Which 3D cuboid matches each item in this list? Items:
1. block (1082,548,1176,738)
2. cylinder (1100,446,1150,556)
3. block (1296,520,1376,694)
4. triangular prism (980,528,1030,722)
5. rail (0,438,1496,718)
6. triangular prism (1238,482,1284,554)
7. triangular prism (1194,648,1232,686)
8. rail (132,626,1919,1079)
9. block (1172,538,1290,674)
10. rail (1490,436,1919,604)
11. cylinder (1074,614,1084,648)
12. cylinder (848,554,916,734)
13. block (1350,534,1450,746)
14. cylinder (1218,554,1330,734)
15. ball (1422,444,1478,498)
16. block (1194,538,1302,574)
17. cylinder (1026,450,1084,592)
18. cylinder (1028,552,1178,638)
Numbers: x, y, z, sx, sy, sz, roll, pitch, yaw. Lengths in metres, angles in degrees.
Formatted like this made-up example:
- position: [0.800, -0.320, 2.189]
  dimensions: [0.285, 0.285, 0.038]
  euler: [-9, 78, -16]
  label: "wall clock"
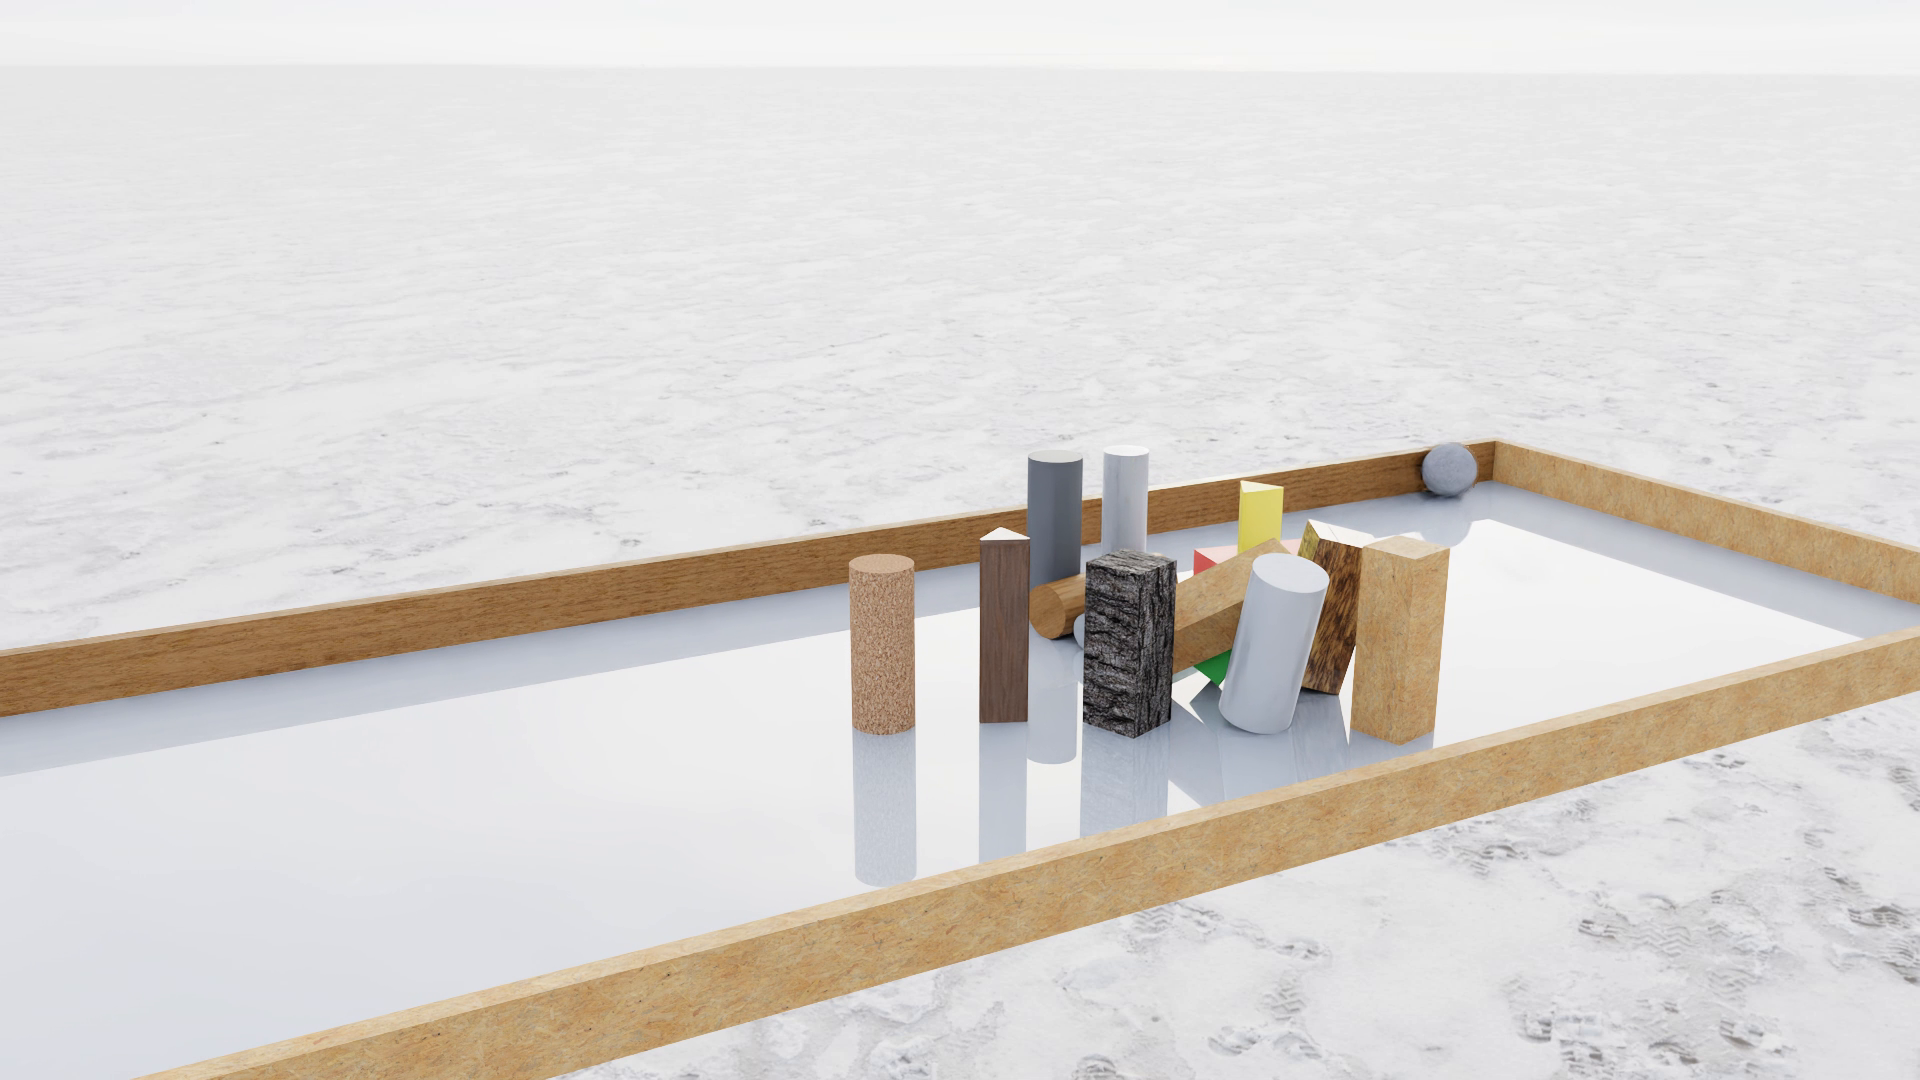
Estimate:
- position: [0.394, 0.238, 3.841]
  dimensions: [0.149, 0.396, 0.149]
  euler: [14, 22, 40]
  label: "block"
- position: [0.480, -0.059, 4.819]
  dimensions: [0.133, 0.416, 0.133]
  euler: [0, 16, 0]
  label: "cylinder"
- position: [0.899, 0.165, 4.079]
  dimensions: [0.164, 0.375, 0.164]
  euler: [14, 16, -2]
  label: "block"
- position: [0.099, 0.200, 3.875]
  dimensions: [0.113, 0.450, 0.098]
  euler: [-1, 16, -5]
  label: "triangular prism"
- position: [-3.305, 0.497, 3.399]
  dimensions: [12.000, 0.150, 0.050]
  euler: [-9, 18, -27]
  label: "rail"
- position: [0.758, 0.071, 4.330]
  dimensions: [0.119, 0.442, 0.103]
  euler: [-7, 18, -23]
  label: "triangular prism"
- position: [0.719, 0.206, 4.114]
  dimensions: [0.091, 0.335, 0.078]
  euler: [38, 6, 24]
  label: "triangular prism"
- position: [-2.336, 1.006, 1.665]
  dimensions: [12.000, 0.150, 0.050]
  euler: [-9, 18, -27]
  label: "rail"
- position: [0.616, 0.176, 4.024]
  dimensions: [0.457, 0.141, 0.141]
  euler: [-28, 41, 30]
  label: "block"
- position: [2.466, -0.048, 5.253]
  dimensions: [0.050, 0.150, 2.100]
  euler: [-9, 18, -27]
  label: "rail"
- position: [0.446, 0.213, 4.447]
  dimensions: [0.103, 0.103, 0.308]
  euler: [15, 22, 42]
  label: "cylinder"
- position: [-0.180, 0.242, 3.836]
  dimensions: [0.150, 0.392, 0.150]
  euler: [0, 16, 0]
  label: "cylinder"
- position: [1.009, 0.228, 3.790]
  dimensions: [0.138, 0.444, 0.138]
  euler: [-14, 21, -39]
  label: "block"
- position: [0.721, 0.240, 3.802]
  dimensions: [0.174, 0.384, 0.174]
  euler: [6, 29, -3]
  label: "cylinder"
- position: [1.737, -0.247, 5.857]
  dimensions: [0.190, 0.190, 0.190]
  euler: [0, 16, 0]
  label: "ball"
- position: [0.881, 0.106, 4.714]
  dimensions: [0.397, 0.158, 0.158]
  euler: [-5, 17, -18]
  label: "block"
- position: [0.264, -0.018, 4.625]
  dimensions: [0.153, 0.446, 0.153]
  euler: [0, 16, 0]
  label: "cylinder"
- position: [0.400, 0.151, 4.577]
  dimensions: [0.452, 0.148, 0.148]
  euler: [-14, 21, -40]
  label: "cylinder"
